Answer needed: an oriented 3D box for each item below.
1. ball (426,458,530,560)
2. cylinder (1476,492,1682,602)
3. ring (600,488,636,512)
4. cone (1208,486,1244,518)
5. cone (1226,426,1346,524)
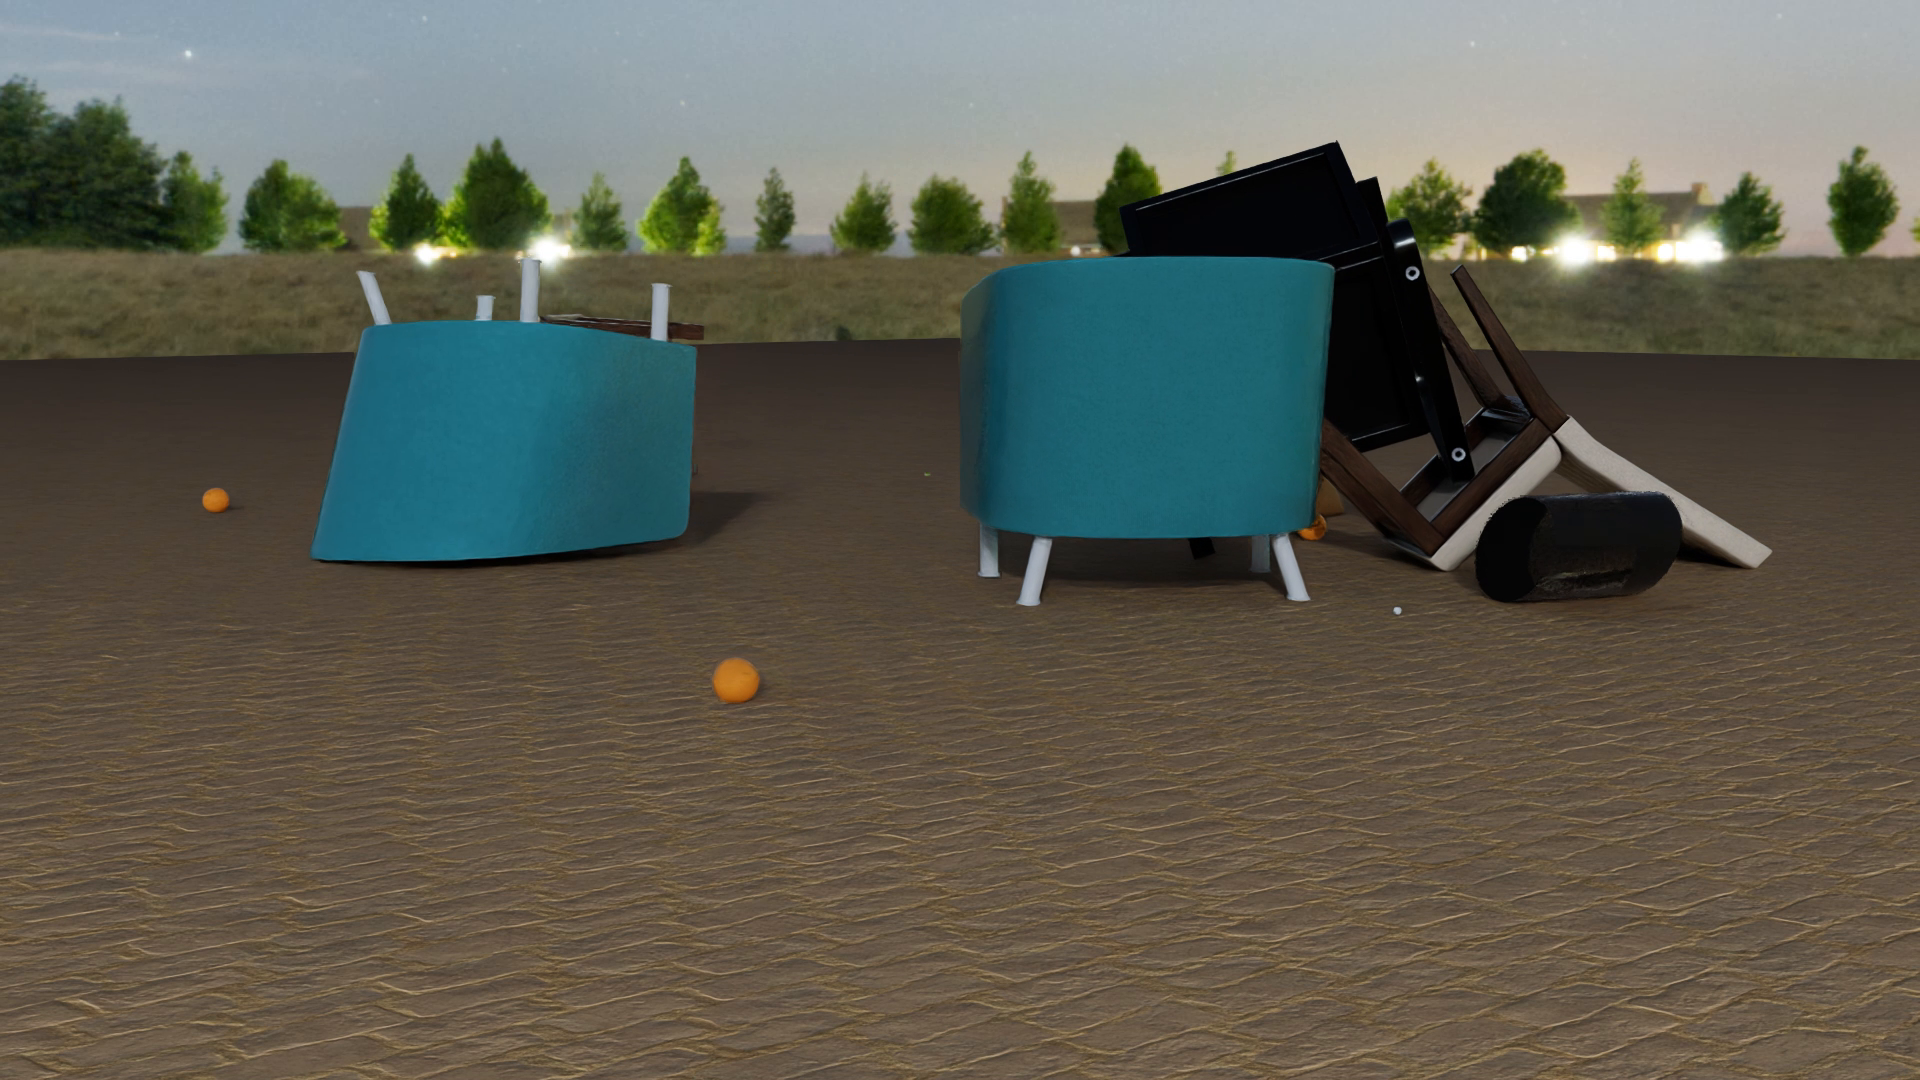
[{"bbox_3d":[-1.122,-0.073,5.973,0.236,0.236,0.236,0,6,0],"label":"ball"},{"bbox_3d":[1.252,0.014,5.205,0.308,0.191,0.289,-3,-24,-23],"label":"cylinder"},{"bbox_3d":[-0.968,-0.114,7.271,0.105,0.051,0.220,1,7,-5],"label":"ring"},{"bbox_3d":[0.816,-0.175,7.096,0.239,0.209,0.280,-5,8,-40],"label":"cone"},{"bbox_3d":[0.954,-0.122,6.968,0.320,0.276,0.348,2,-16,43],"label":"cone"}]
